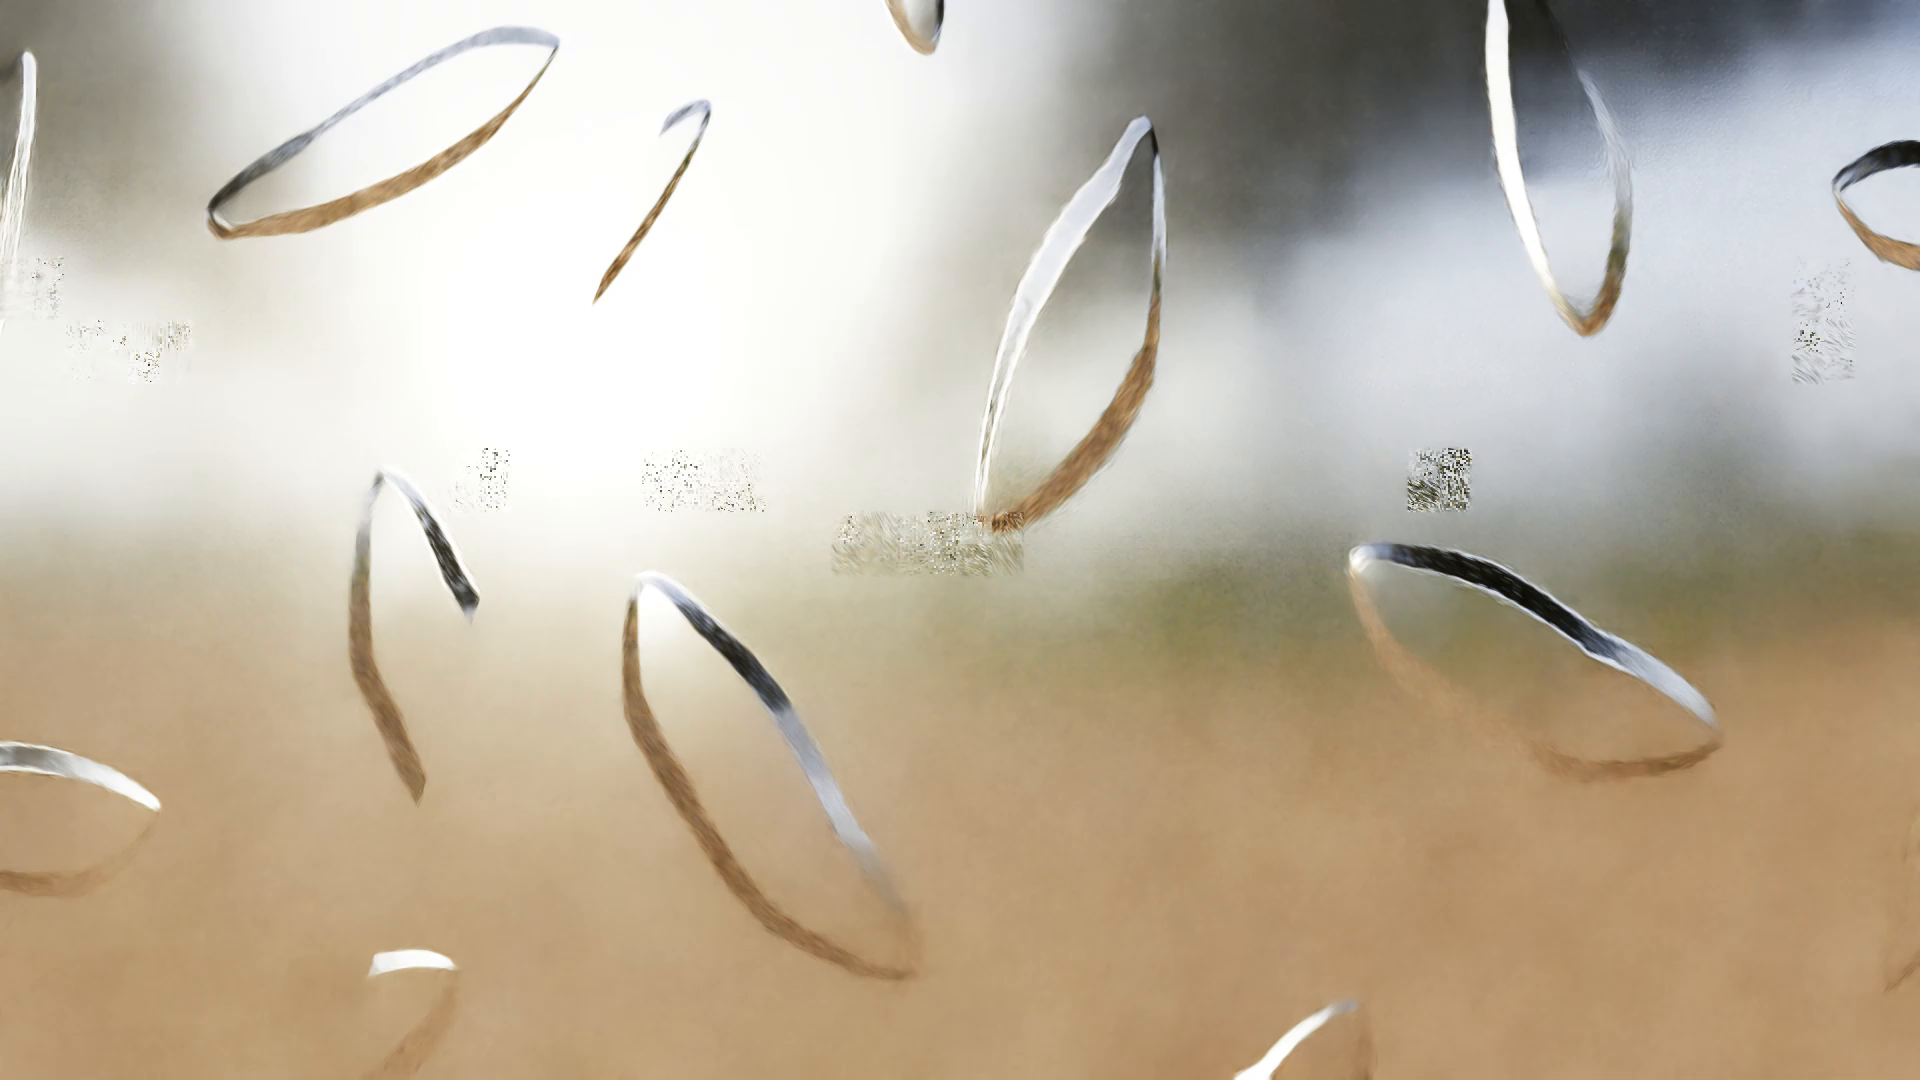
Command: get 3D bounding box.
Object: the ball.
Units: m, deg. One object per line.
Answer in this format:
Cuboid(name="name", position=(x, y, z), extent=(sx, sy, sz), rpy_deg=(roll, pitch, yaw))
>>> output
Cuboid(name="ball", position=(0.000, -0.002, 0.056), extent=(0.080, 0.080, 0.080), rpy_deg=(0, 4, 0))
